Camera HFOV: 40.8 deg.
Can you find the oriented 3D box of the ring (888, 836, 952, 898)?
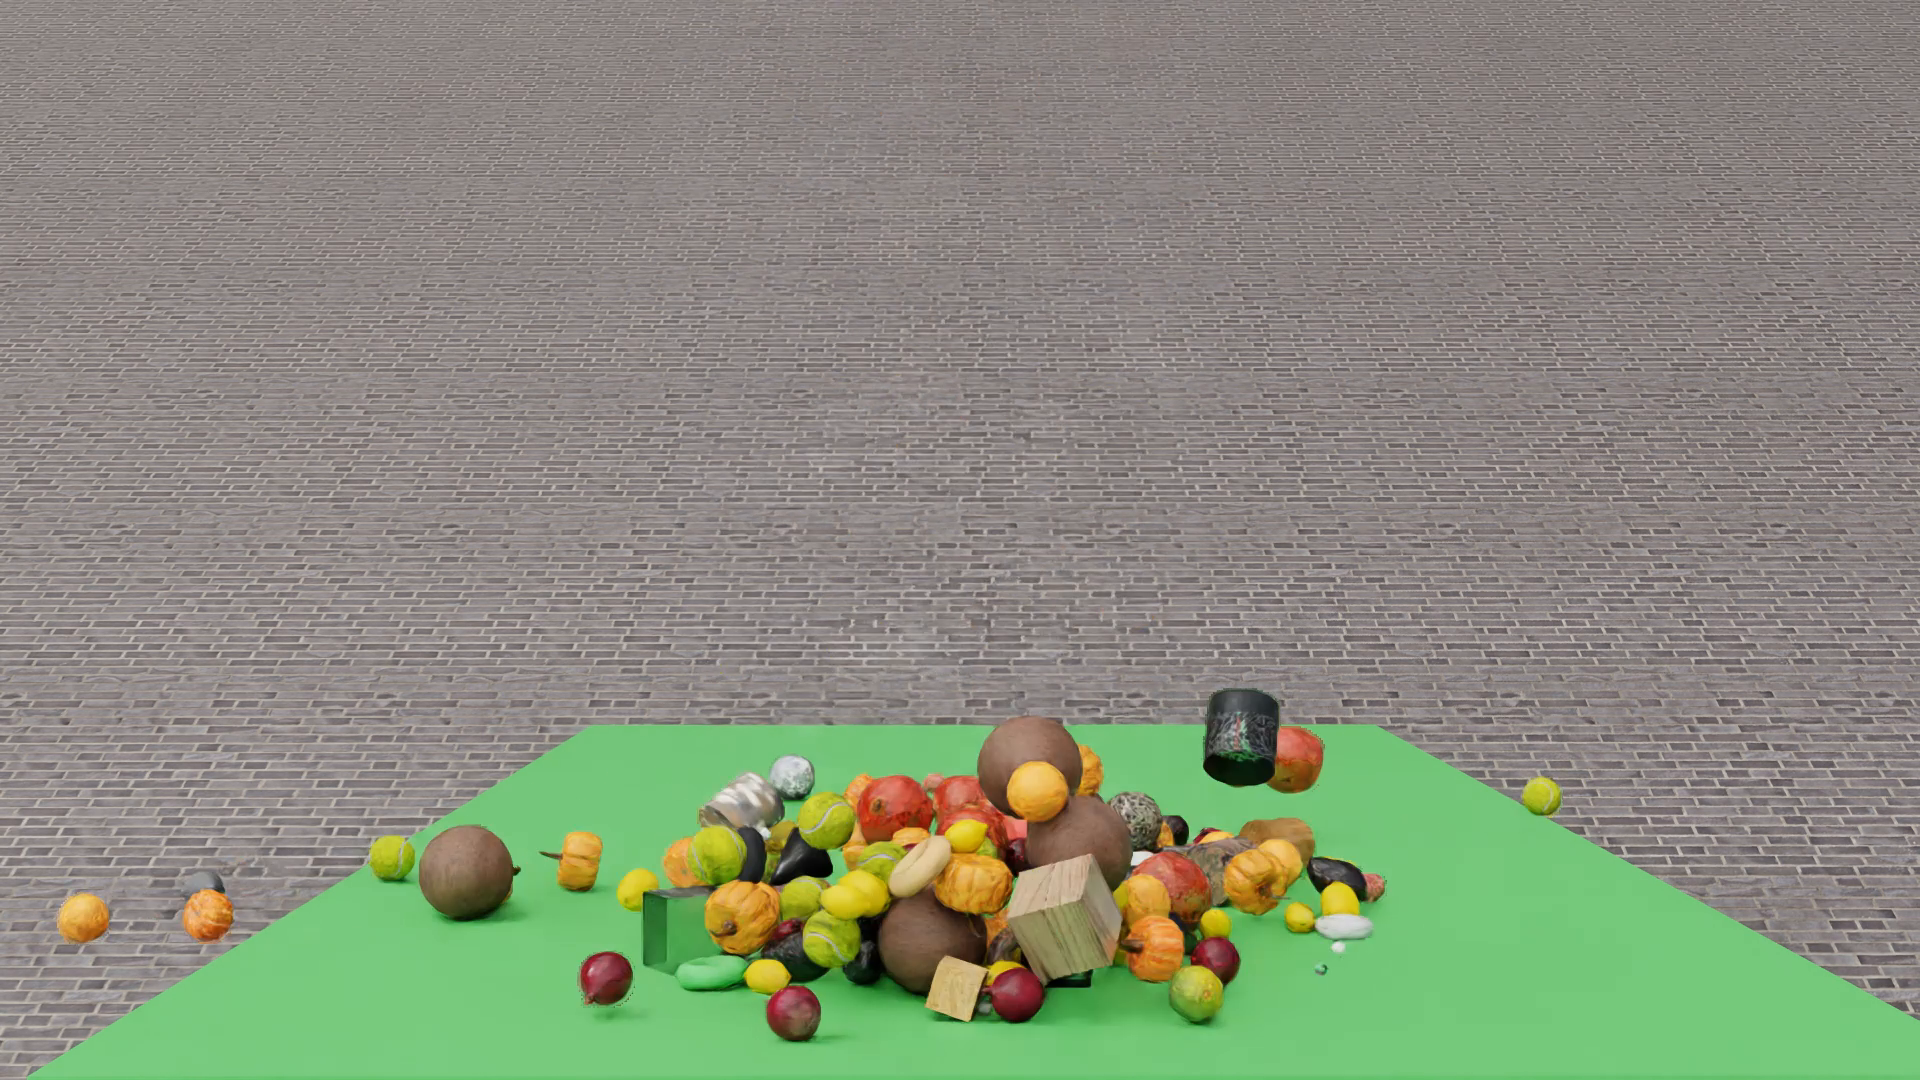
[{"bbox_3d":[-0.045,0.373,2.949,0.089,0.030,0.089,-42,9,8],"label":"ring"}]

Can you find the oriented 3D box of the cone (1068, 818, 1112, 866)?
[{"bbox_3d":[0.221,0.496,4.097,0.078,0.078,0.078,-10,31,-18],"label":"cone"}]

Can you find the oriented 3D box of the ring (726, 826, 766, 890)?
[{"bbox_3d":[-0.270,0.401,3.251,0.027,0.080,0.080,7,21,-31],"label":"ring"}]

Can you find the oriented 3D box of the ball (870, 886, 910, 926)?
[{"bbox_3d":[-0.094,0.496,3.503,0.054,0.054,0.054,0,27,0],"label":"ball"}]

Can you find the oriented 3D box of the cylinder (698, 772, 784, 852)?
[{"bbox_3d":[-0.303,0.380,3.585,0.085,0.085,0.085,22,46,36],"label":"cylinder"}]

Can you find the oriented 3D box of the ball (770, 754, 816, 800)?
[{"bbox_3d":[-0.321,0.455,4.948,0.089,0.089,0.089,0,27,0],"label":"ball"}]

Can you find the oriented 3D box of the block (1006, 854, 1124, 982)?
[{"bbox_3d":[0.118,0.424,2.896,0.090,0.090,0.090,-18,22,20],"label":"block"}]

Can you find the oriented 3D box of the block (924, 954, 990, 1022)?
[{"bbox_3d":[-0.003,0.500,2.883,0.052,0.052,0.052,18,4,8],"label":"block"}]

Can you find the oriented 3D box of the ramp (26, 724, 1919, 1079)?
[{"bbox_3d":[0.062,0.555,4.592,2.000,0.100,4.000,0,1,0],"label":"ramp"}]

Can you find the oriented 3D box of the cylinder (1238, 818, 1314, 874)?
[{"bbox_3d":[0.487,0.472,3.981,0.084,0.084,0.084,1,22,-38],"label":"cylinder"}]

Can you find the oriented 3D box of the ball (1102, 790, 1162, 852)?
[{"bbox_3d":[0.261,0.427,3.921,0.093,0.093,0.093,0,27,0],"label":"ball"}]

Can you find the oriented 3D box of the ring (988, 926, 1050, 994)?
[{"bbox_3d":[0.074,0.489,3.016,0.084,0.084,0.028,-4,-3,-8],"label":"ring"}]

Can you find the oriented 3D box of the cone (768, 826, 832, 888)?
[{"bbox_3d":[-0.225,0.435,3.412,0.081,0.081,0.081,25,49,39],"label":"cone"}]

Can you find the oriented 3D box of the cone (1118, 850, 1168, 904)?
[{"bbox_3d":[0.262,0.499,3.719,0.072,0.072,0.072,2,36,4],"label":"cone"}]

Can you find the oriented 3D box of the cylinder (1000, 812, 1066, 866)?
[{"bbox_3d":[0.116,0.473,4.070,0.082,0.082,0.082,0,26,-17],"label":"cylinder"}]

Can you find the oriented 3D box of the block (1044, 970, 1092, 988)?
[{"bbox_3d":[0.116,0.488,3.102,0.083,0.083,0.083,0,1,5],"label":"block"}]

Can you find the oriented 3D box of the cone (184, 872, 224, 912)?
[{"bbox_3d":[-1.163,0.541,3.998,0.064,0.064,0.064,-19,-3,-32],"label":"cone"}]

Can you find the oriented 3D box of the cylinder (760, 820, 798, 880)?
[{"bbox_3d":[-0.293,0.473,3.932,0.085,0.085,0.085,-1,21,-44],"label":"cylinder"}]

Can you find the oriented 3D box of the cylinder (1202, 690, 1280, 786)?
[{"bbox_3d":[0.365,0.256,3.349,0.092,0.092,0.092,5,58,9],"label":"cylinder"}]

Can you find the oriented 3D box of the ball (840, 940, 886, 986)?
[{"bbox_3d":[-0.115,0.503,3.076,0.054,0.054,0.054,0,27,0],"label":"ball"}]

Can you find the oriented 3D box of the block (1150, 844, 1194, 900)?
[{"bbox_3d":[0.324,0.485,3.776,0.067,0.067,0.067,1,1,43],"label":"block"}]

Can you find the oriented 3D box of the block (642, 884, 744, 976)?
[{"bbox_3d":[-0.330,0.482,3.190,0.093,0.093,0.093,-1,1,-33],"label":"block"}]

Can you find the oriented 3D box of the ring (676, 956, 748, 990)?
[{"bbox_3d":[-0.294,0.513,3.065,0.087,0.029,0.087,-6,1,0],"label":"ring"}]

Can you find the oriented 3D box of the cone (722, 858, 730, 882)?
[{"bbox_3d":[-0.334,0.504,3.896,0.057,0.057,0.057,6,63,-11],"label":"cone"}]

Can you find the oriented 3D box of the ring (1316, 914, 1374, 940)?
[{"bbox_3d":[0.508,0.512,3.412,0.077,0.026,0.077,0,1,0],"label":"ring"}]
